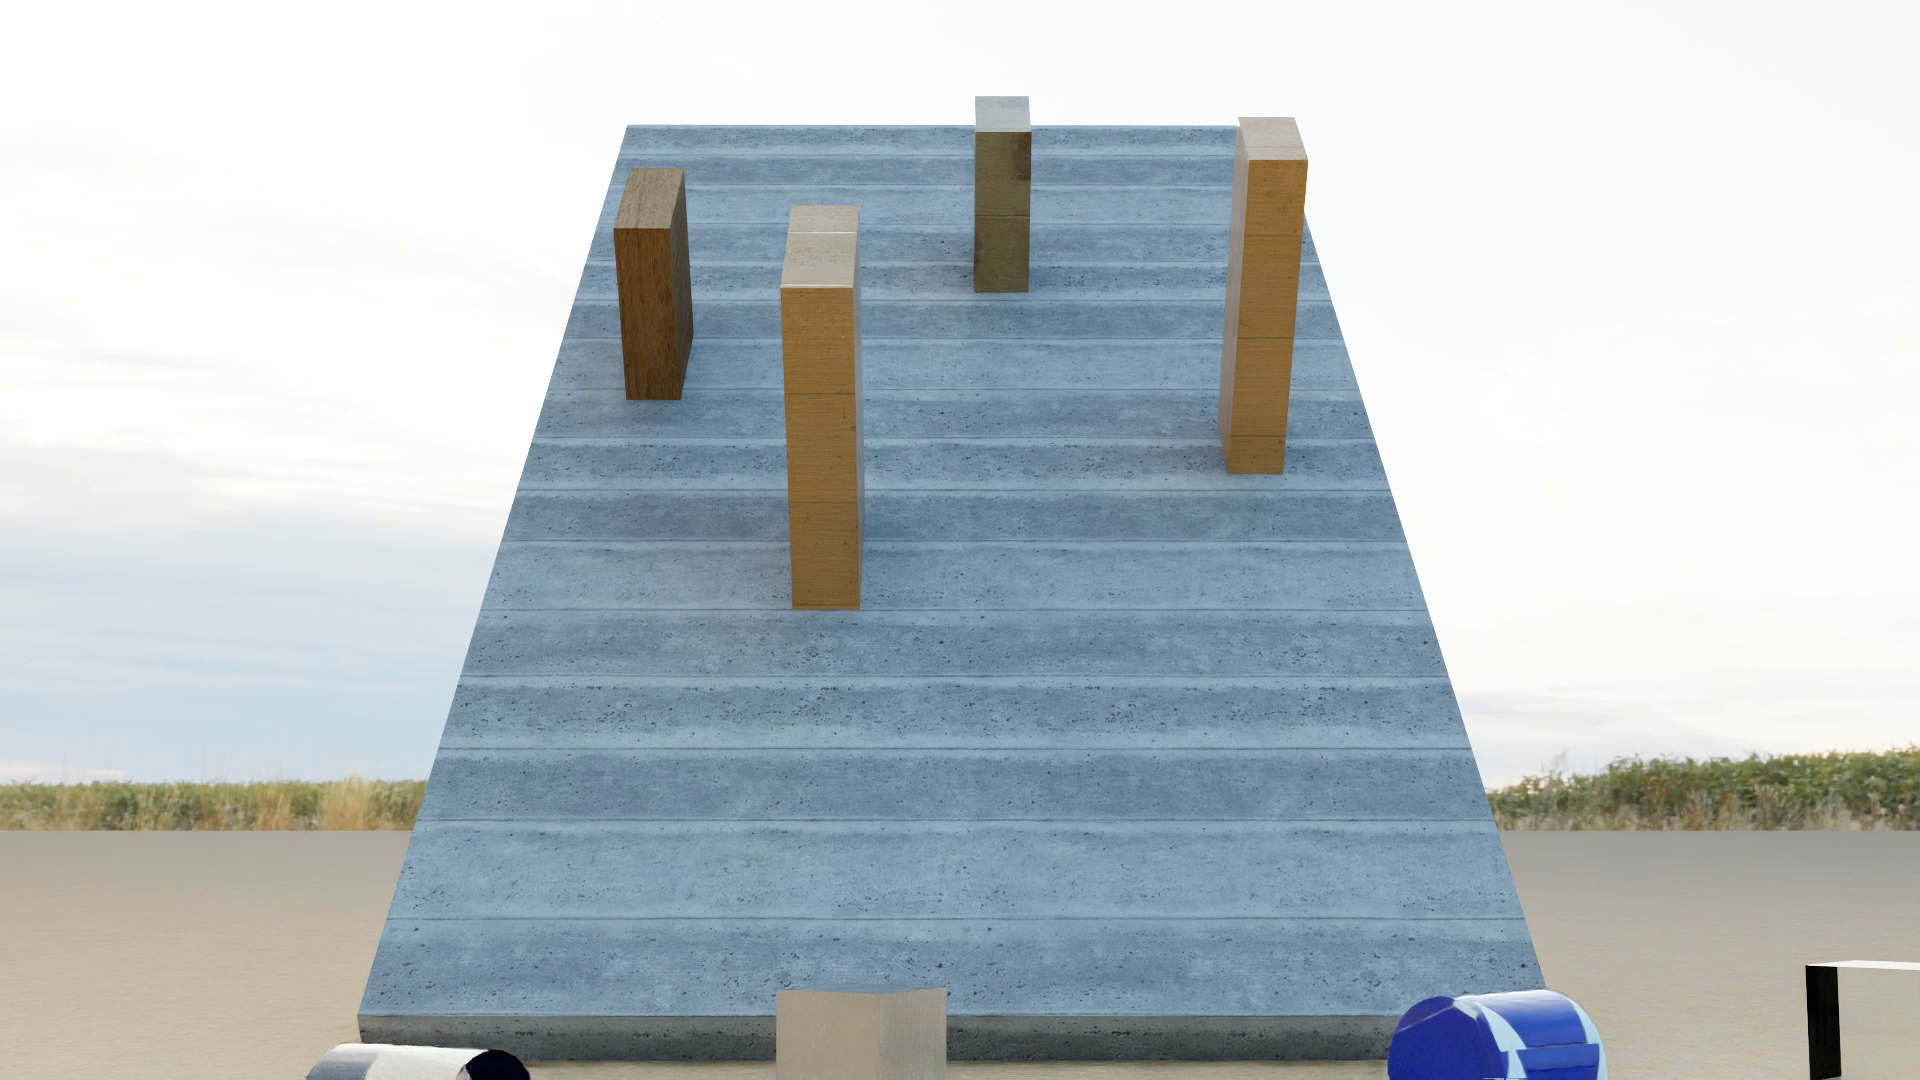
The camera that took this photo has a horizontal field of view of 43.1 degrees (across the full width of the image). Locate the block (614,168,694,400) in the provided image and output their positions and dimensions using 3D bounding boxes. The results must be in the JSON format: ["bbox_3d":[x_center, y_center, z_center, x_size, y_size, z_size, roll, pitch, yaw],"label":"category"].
[{"bbox_3d":[-0.748,-0.630,5.971,0.132,0.454,0.366,0,31,0],"label":"block"}]

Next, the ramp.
[{"bbox_3d":[-0.014,-0.199,5.798,2.000,0.100,4.000,0,31,0],"label":"ramp"}]

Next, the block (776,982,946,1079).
[{"bbox_3d":[-0.136,0.708,3.374,0.170,0.170,0.170,-4,-8,31],"label":"block"}]

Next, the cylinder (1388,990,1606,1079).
[{"bbox_3d":[0.665,0.657,3.013,0.188,0.188,0.188,5,-8,-36],"label":"cylinder"}]

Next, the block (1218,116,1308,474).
[{"bbox_3d":[0.684,-0.550,5.536,0.127,0.777,0.251,0,31,0],"label":"block"}]

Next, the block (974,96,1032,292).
[{"bbox_3d":[0.110,-0.916,6.451,0.144,0.453,0.254,0,31,0],"label":"block"}]

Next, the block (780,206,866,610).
[{"bbox_3d":[-0.282,-0.276,5.108,0.141,0.746,0.402,0,31,0],"label":"block"}]

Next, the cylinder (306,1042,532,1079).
[{"bbox_3d":[-0.542,0.594,2.428,0.176,0.176,0.176,-3,-7,25],"label":"cylinder"}]

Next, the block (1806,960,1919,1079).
[{"bbox_3d":[1.445,0.752,3.786,0.179,0.179,0.179,-7,-9,44],"label":"block"}]
